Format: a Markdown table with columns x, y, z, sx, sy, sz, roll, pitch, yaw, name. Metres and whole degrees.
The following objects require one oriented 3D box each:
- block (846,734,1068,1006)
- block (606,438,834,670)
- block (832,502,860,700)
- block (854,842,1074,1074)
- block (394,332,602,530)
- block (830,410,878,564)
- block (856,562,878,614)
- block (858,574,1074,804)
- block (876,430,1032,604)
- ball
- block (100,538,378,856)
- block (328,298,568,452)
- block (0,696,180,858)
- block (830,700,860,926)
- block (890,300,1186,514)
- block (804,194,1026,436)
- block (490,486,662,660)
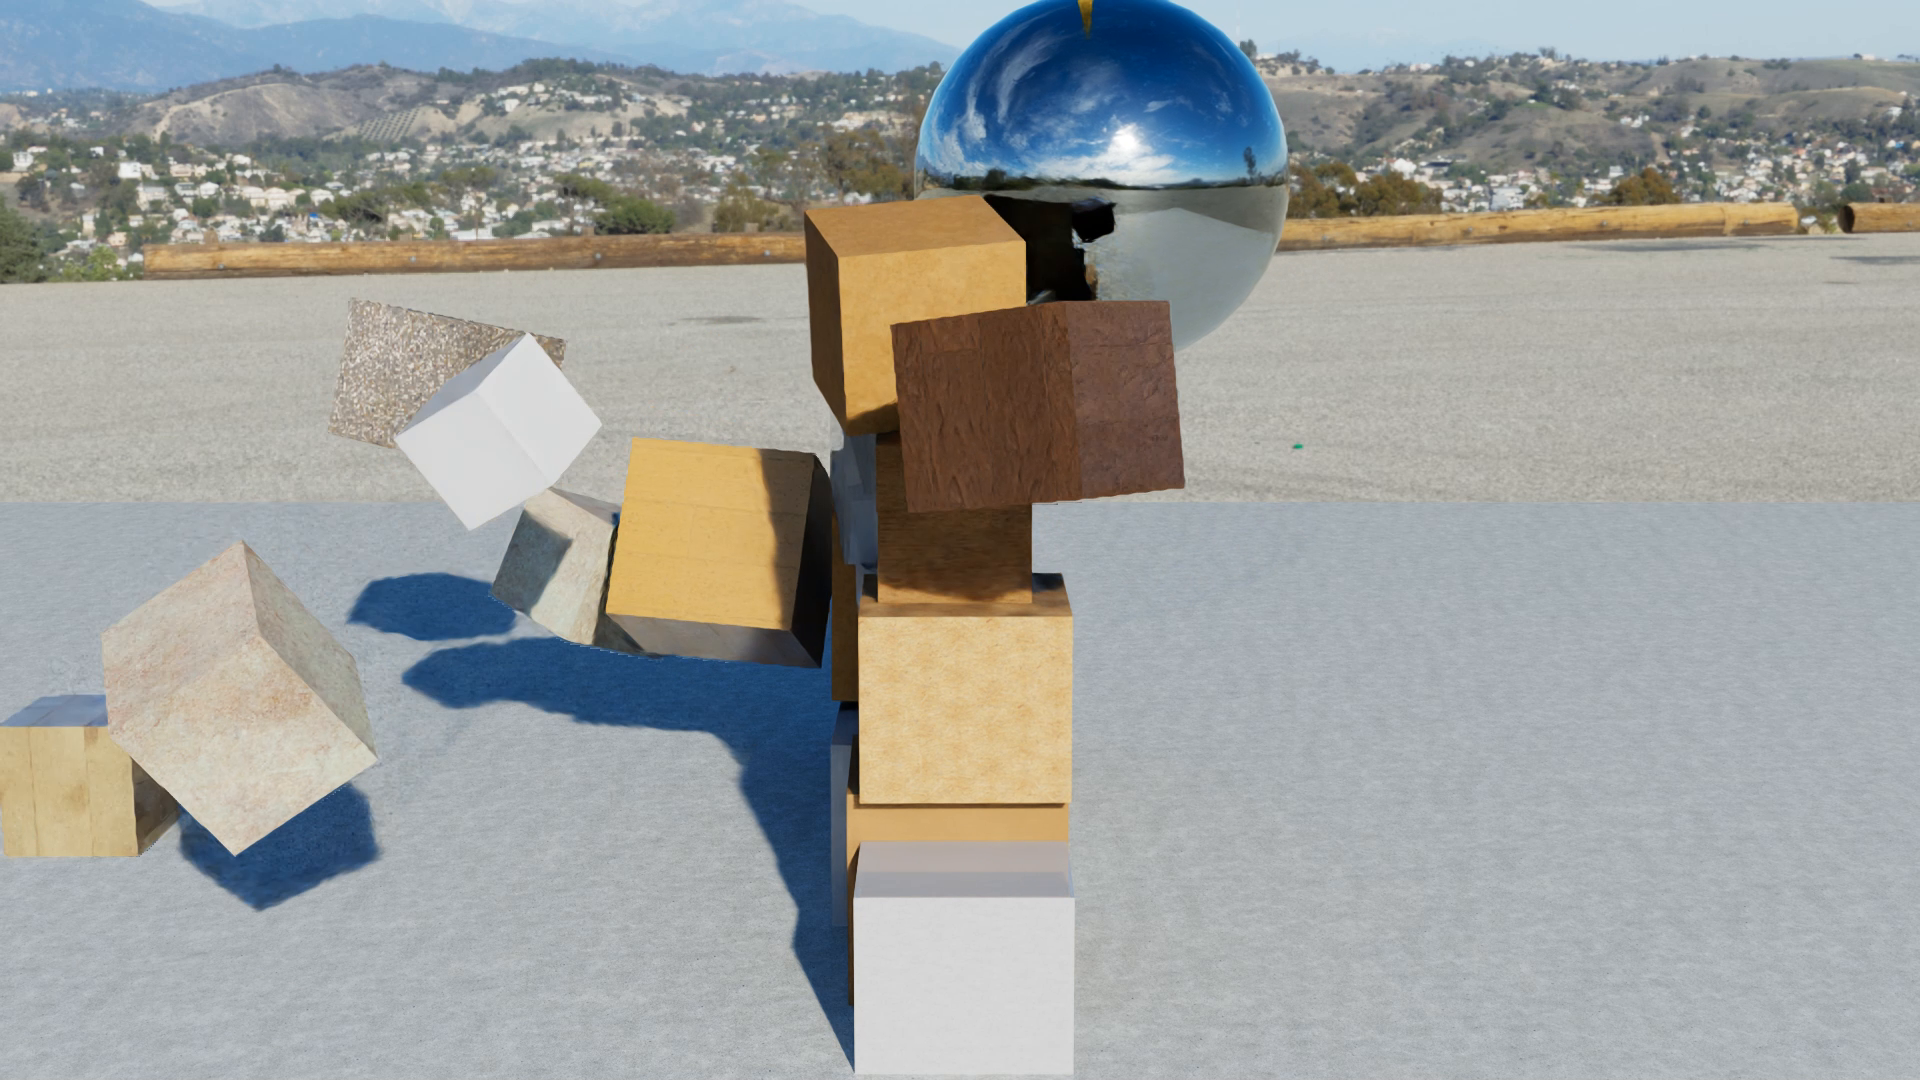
| x | y | z | sx | sy | sz | roll | pitch | yaw | name |
| --- | --- | --- | --- | --- | --- | --- | --- | --- | --- |
| -0.015 | 1.287 | 10.153 | 0.835 | 0.836 | 0.889 | 0 | 10 | -1 | block |
| -1.083 | 0.074 | 12.032 | 0.855 | 0.832 | 0.847 | 5 | -14 | 8 | block |
| -0.122 | 0.250 | 11.466 | 0.811 | 0.862 | 0.801 | 0 | 2 | 4 | block |
| 0.014 | 1.517 | 9.393 | 0.776 | 0.654 | 0.677 | 0 | 10 | 0 | block |
| -1.919 | -0.452 | 10.682 | 0.521 | 0.498 | 0.483 | -25 | 21 | 33 | block |
| -0.188 | -0.402 | 10.709 | 0.658 | 0.734 | 0.664 | -3 | 32 | -7 | block |
| -0.071 | 0.426 | 10.669 | 0.658 | 0.694 | 0.659 | -3 | 4 | -6 | block |
| 0.017 | 0.555 | 9.867 | 0.786 | 0.706 | 0.829 | 0 | 10 | -1 | block |
| -0.028 | -0.123 | 9.902 | 0.579 | 0.608 | 0.649 | -1 | 12 | -1 | block |
| 0.600 | -1.528 | 10.903 | 1.600 | 1.600 | 1.600 | 0 | 10 | 0 | ball |
| -2.626 | 0.568 | 9.334 | 0.628 | 0.696 | 0.676 | -34 | 36 | 1 | block |
| -2.560 | -0.769 | 12.825 | 0.779 | 0.678 | 0.738 | 13 | 4 | 33 | block |
| -4.029 | 1.086 | 11.877 | 0.606 | 0.607 | 0.597 | -1 | 10 | 1 | block |
| -0.083 | 1.148 | 11.074 | 0.890 | 0.780 | 0.912 | 0 | 10 | 1 | block |
| 0.269 | -0.456 | 8.747 | 0.718 | 0.644 | 0.634 | -4 | 2 | 37 | block |
| -0.176 | -0.891 | 10.024 | 0.716 | 0.702 | 0.718 | -7 | 23 | -12 | block |
| -1.828 | 0.160 | 12.941 | 0.639 | 0.606 | 0.663 | 26 | 6 | 38 | block |
